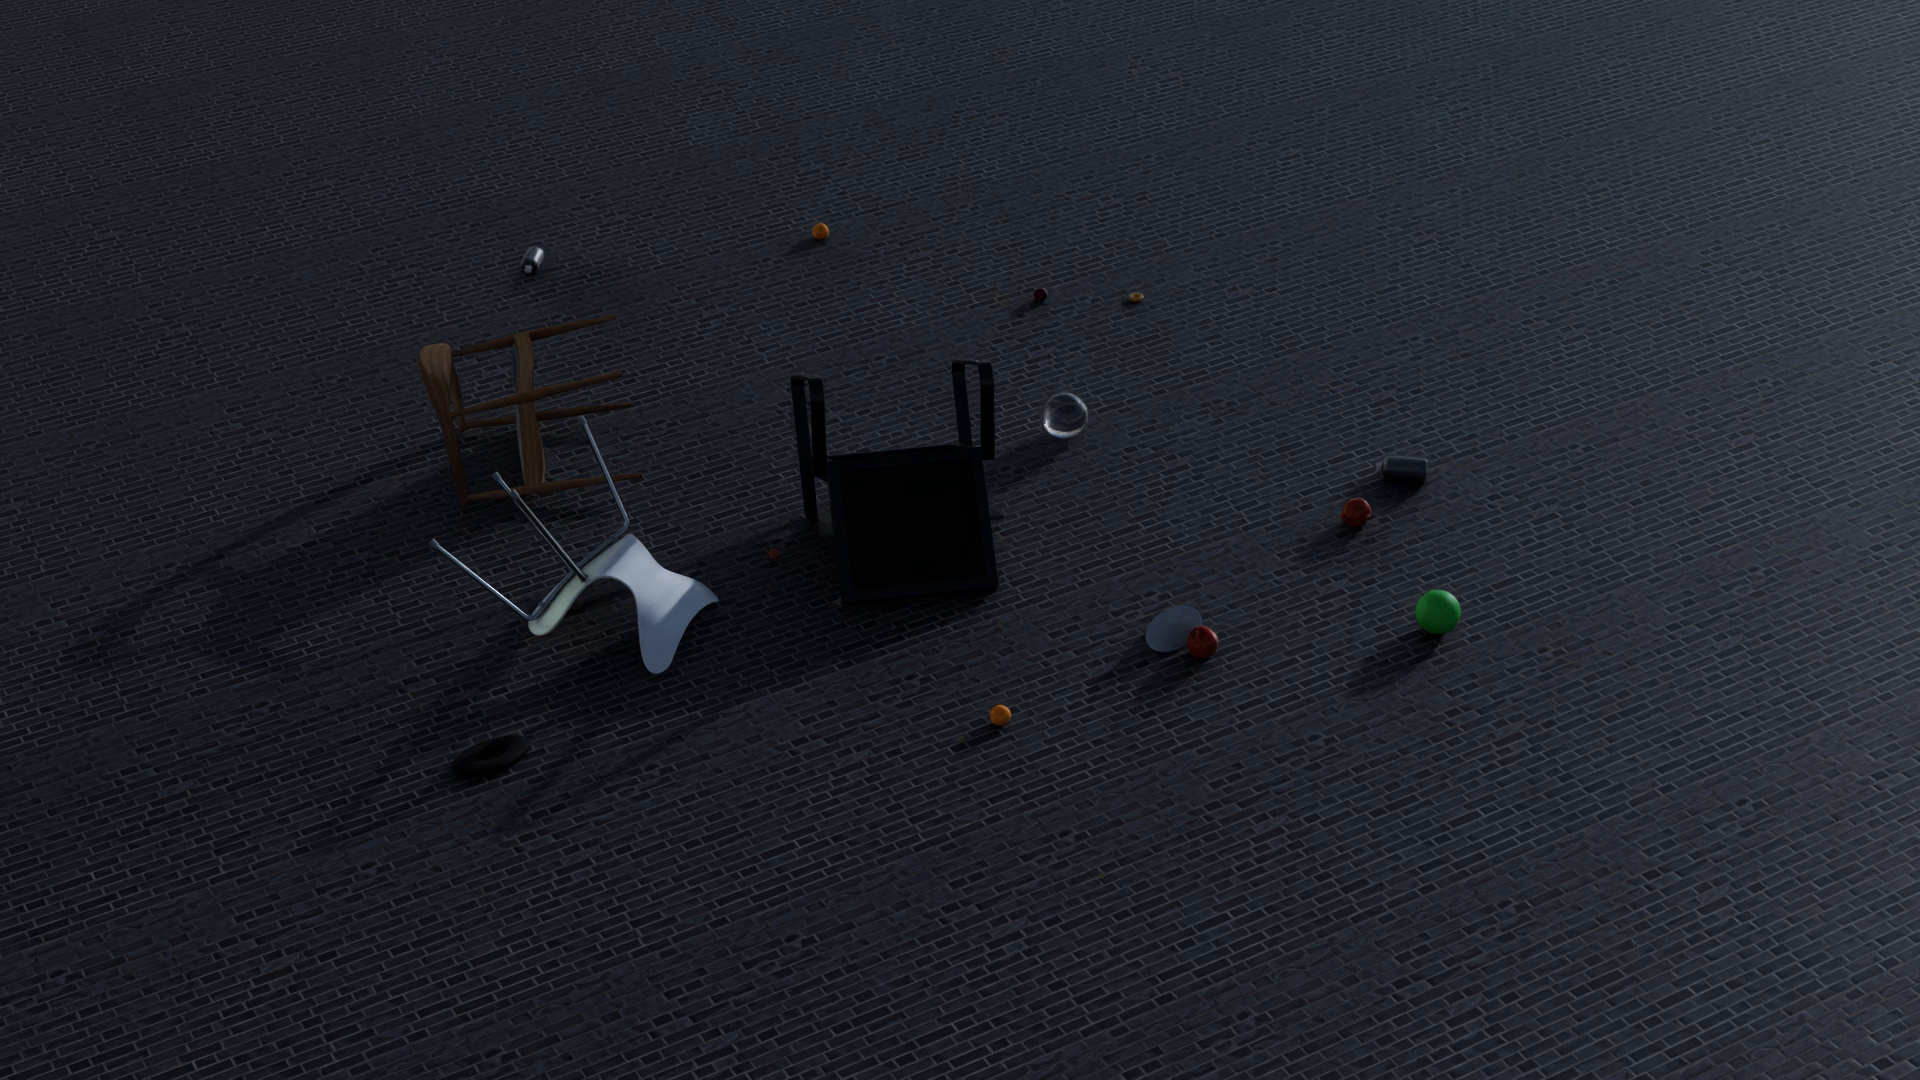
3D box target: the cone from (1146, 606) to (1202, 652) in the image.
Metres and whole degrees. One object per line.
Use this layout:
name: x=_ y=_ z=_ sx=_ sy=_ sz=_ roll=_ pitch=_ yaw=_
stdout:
cone: x=0.719 y=0.312 z=10.410 sx=0.245 sy=0.151 sz=0.147 roll=-22 pitch=12 yaw=-27

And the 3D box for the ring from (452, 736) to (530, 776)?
ring: x=-1.570 y=0.722 z=9.813 sx=0.285 sy=0.040 sz=0.152 roll=-21 pitch=40 yaw=-30

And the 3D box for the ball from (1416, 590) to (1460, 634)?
ball: x=1.697 y=0.256 z=10.411 sx=0.160 sy=0.160 sz=0.160 roll=0 pitch=33 yaw=0

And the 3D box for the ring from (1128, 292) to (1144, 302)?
ring: x=0.750 y=-1.034 z=12.495 sx=0.068 sy=0.021 sz=0.061 roll=-24 pitch=41 yaw=-33

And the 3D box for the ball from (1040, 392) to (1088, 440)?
ball: x=0.410 y=-0.487 z=11.517 sx=0.184 sy=0.184 sz=0.184 roll=0 pitch=33 yaw=0
